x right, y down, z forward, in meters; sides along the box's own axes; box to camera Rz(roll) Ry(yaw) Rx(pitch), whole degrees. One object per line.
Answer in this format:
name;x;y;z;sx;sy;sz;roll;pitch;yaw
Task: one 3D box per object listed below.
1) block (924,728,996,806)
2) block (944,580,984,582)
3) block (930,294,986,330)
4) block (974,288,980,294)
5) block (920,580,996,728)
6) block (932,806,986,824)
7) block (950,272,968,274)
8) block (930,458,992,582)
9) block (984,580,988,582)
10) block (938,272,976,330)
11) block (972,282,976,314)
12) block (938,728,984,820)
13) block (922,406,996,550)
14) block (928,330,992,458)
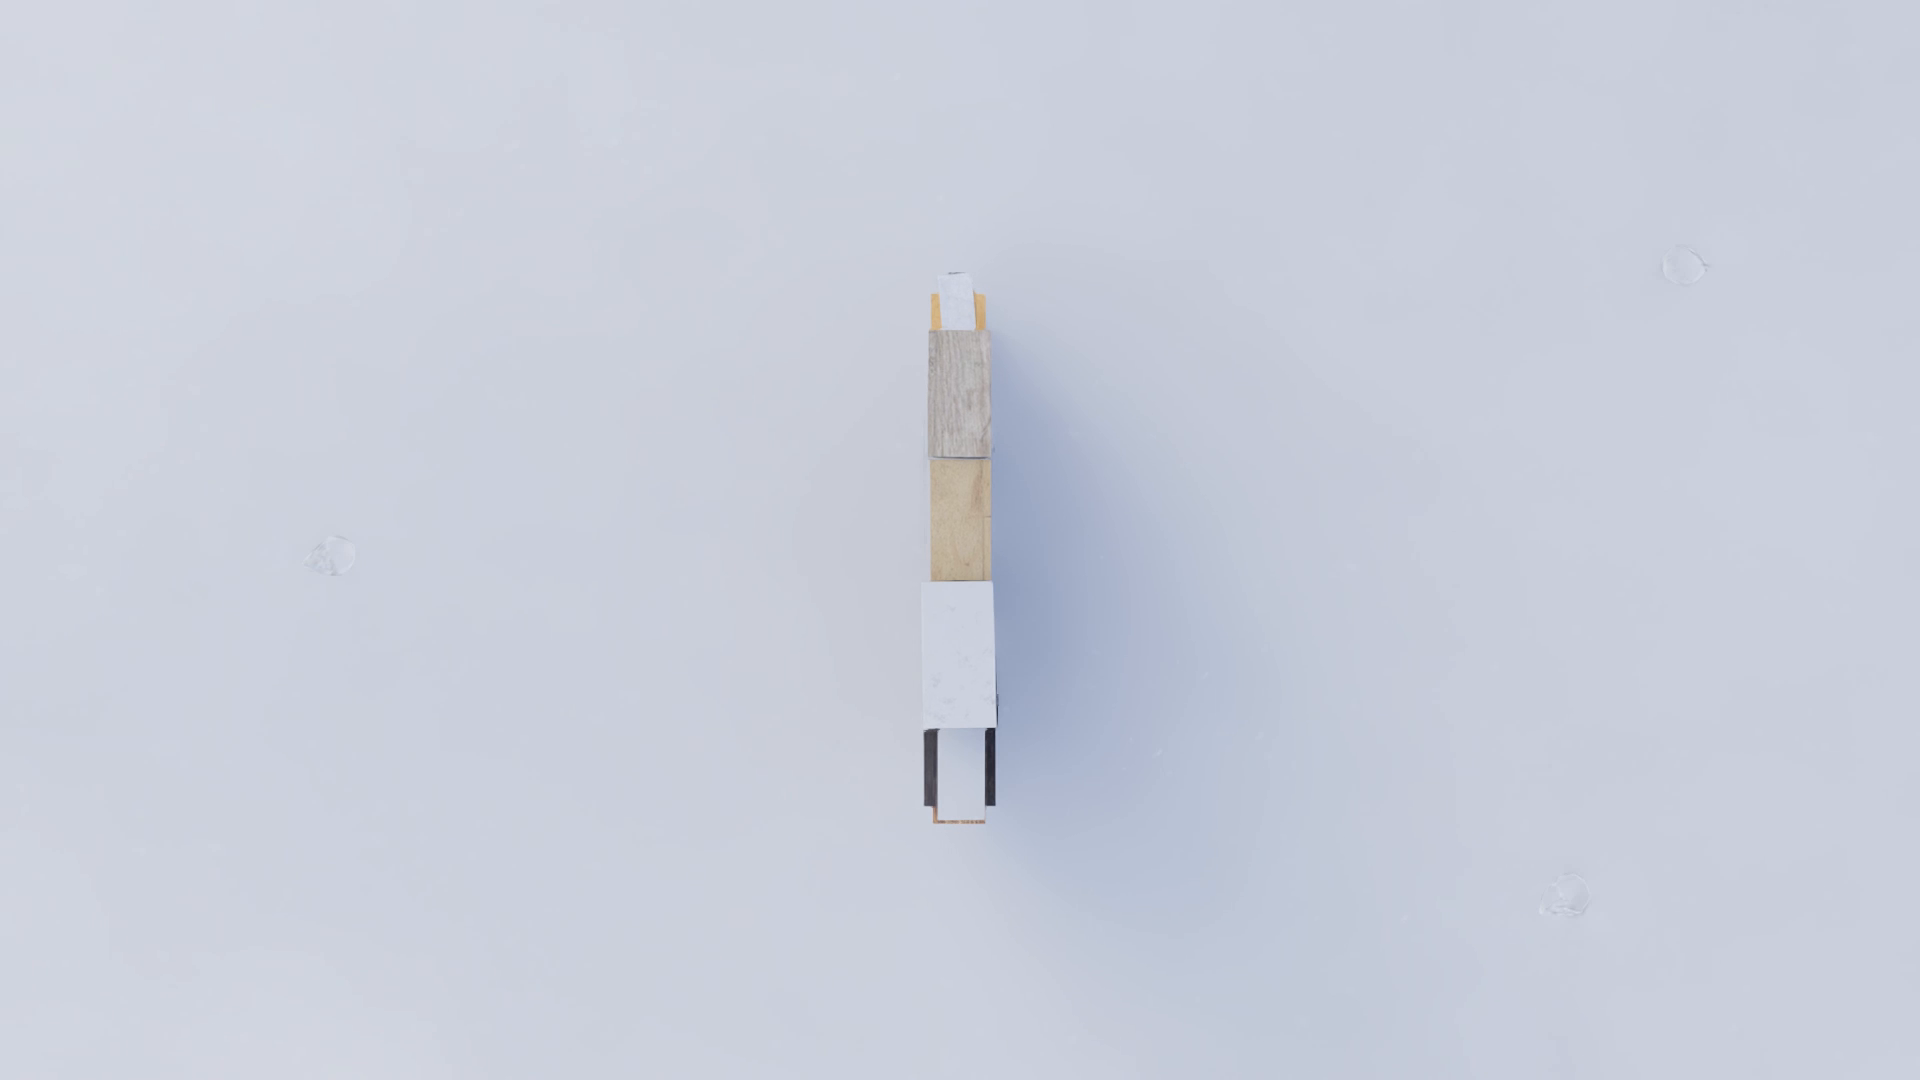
block;-0.001;0.470;4.011;0.174;0.049;0.347;0;91;0
block;-0.002;0.159;4.248;0.130;0.037;0.259;0;90;0
block;-0.004;-0.559;4.835;0.160;0.045;0.320;0;90;0
block;0.001;-0.674;5.235;0.124;0.035;0.247;0;90;0
block;-0.003;0.253;3.639;0.160;0.045;0.320;-1;87;0
block;-0.002;0.669;4.808;0.154;0.044;0.309;0;90;0
block;-0.002;-0.775;5.108;0.051;0.015;0.103;0;90;0
block;0.002;-0.045;3.724;0.137;0.039;0.275;0;90;0
block;-0.001;0.020;4.795;0.165;0.047;0.329;0;90;0
block;-0.006;-0.563;4.016;0.082;0.023;0.165;-5;90;0
block;-0.003;-0.616;4.295;0.082;0.533;0.023;0;89;1
block;0.003;0.530;3.758;0.106;0.030;0.212;0;92;0
block;-0.003;-0.151;4.043;0.175;0.050;0.350;-1;90;0
block;-0.001;-0.328;3.714;0.142;0.040;0.283;0;90;0
